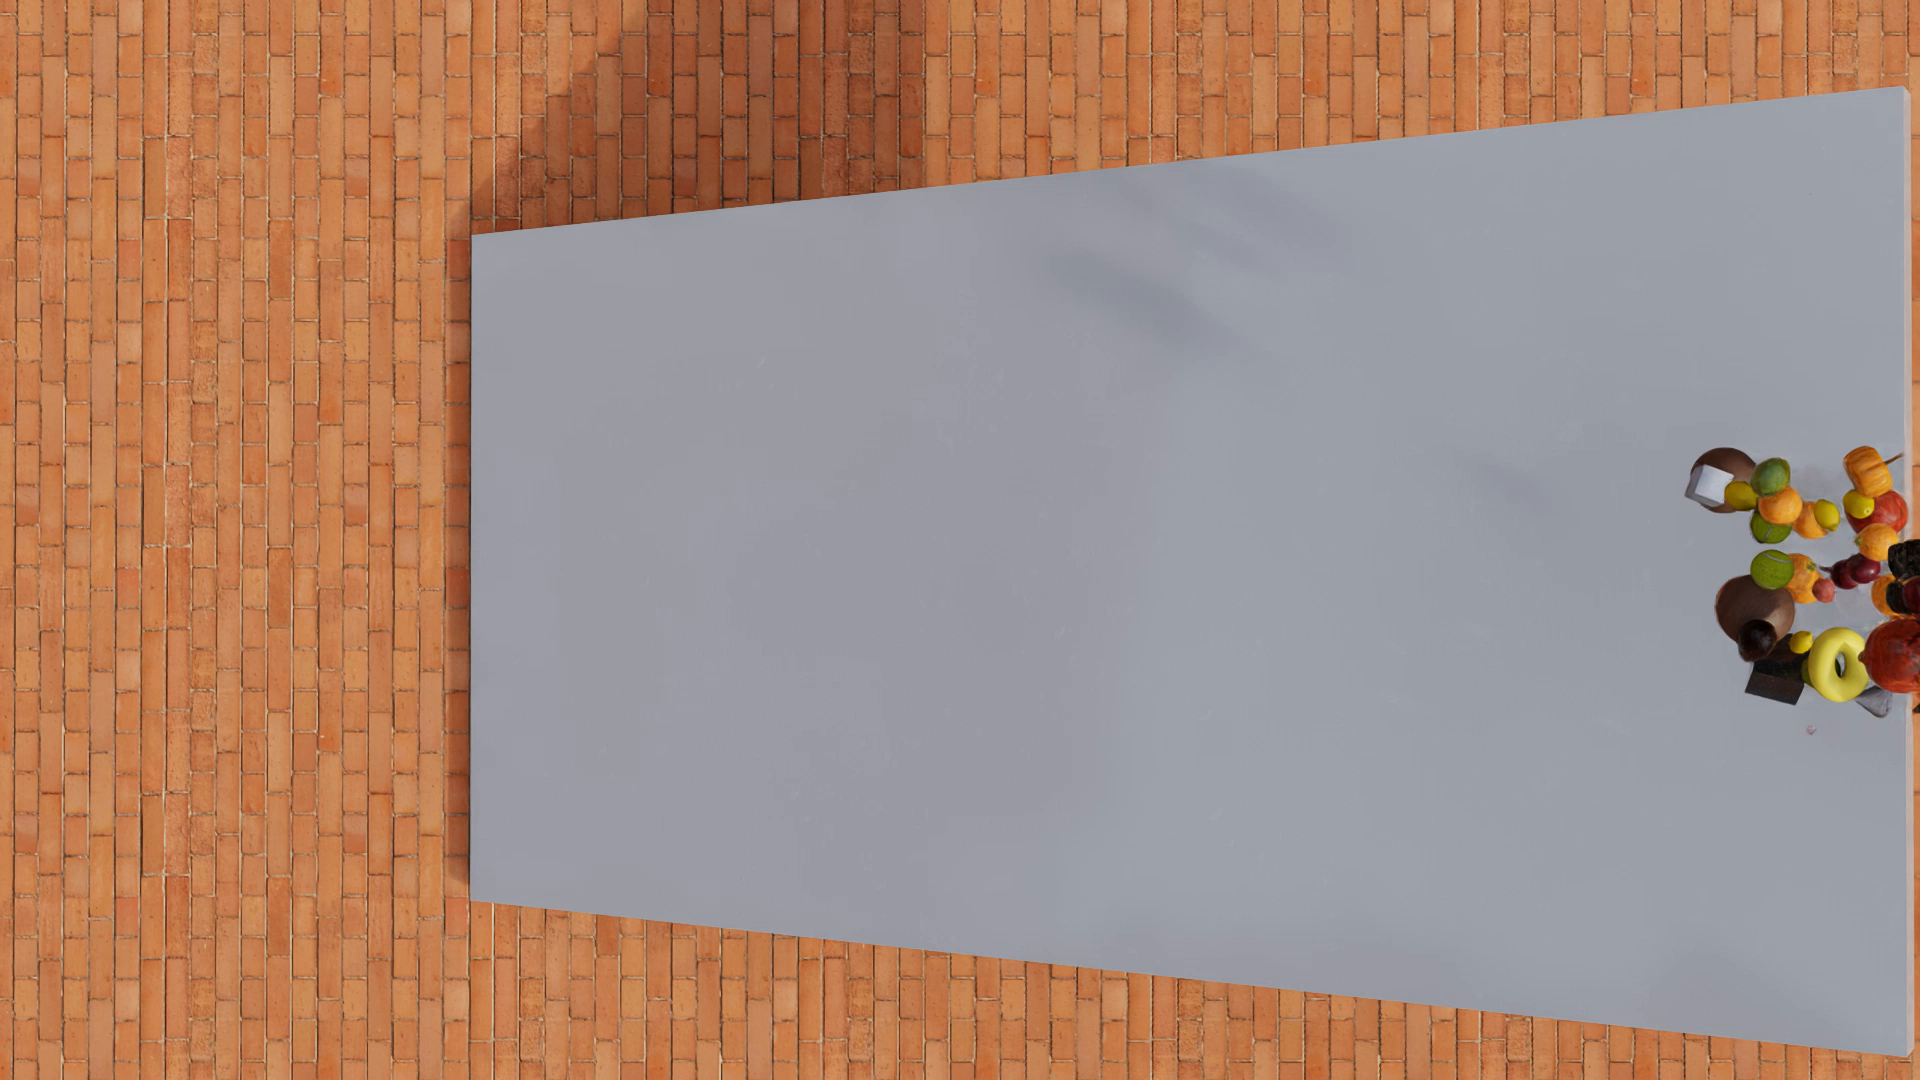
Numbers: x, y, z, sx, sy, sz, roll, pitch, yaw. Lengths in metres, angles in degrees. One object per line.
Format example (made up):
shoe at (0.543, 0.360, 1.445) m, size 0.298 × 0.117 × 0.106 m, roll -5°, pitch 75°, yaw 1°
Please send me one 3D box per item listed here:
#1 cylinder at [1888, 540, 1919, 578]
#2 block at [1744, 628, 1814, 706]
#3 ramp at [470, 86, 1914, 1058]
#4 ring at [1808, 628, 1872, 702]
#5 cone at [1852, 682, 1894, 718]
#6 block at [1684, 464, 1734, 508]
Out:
cylinder at (1.522, 0.029, 3.514) m, size 0.055 × 0.055 × 0.055 m, roll 12°, pitch 71°, yaw -39°
block at (1.621, 0.250, 4.350) m, size 0.099 × 0.099 × 0.099 m, roll 15°, pitch 64°, yaw 17°
ramp at (0.264, 0.073, 5.610) m, size 4.000 × 0.100 × 2.000 m, roll 0°, pitch 89°, yaw 31°
ring at (1.600, 0.227, 3.998) m, size 0.137 × 0.046 × 0.137 m, roll 0°, pitch 89°, yaw -25°
cone at (1.822, 0.320, 4.423) m, size 0.071 × 0.071 × 0.071 m, roll 6°, pitch 89°, yaw -15°
block at (1.397, -0.101, 4.103) m, size 0.058 × 0.058 × 0.058 m, roll 21°, pitch 84°, yaw 1°
